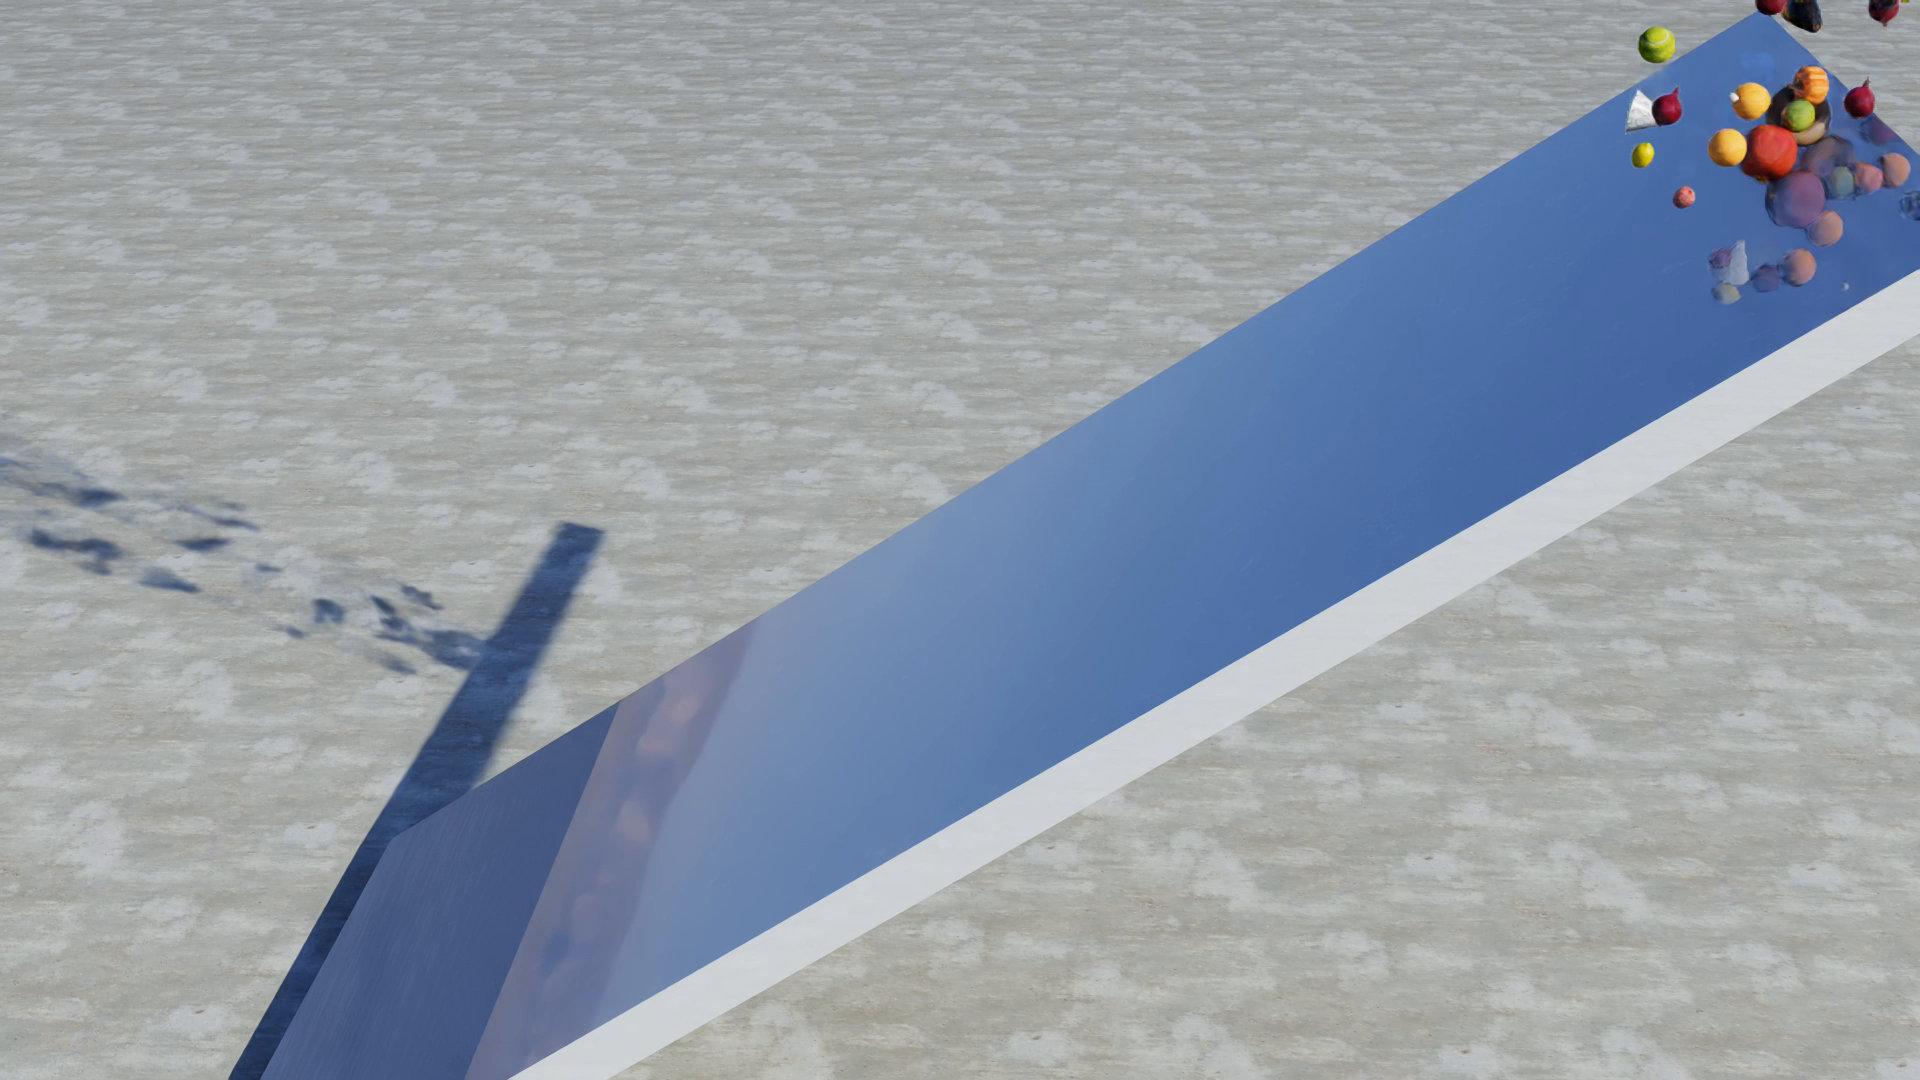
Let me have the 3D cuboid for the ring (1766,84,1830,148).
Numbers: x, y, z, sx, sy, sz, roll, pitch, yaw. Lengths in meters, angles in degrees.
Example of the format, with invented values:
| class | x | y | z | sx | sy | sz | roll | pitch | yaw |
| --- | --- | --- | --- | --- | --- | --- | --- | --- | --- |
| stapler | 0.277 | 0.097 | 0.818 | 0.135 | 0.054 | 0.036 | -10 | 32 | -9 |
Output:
| class | x | y | z | sx | sy | sz | roll | pitch | yaw |
| --- | --- | --- | --- | --- | --- | --- | --- | --- | --- |
| ring | 1.636 | -0.828 | 5.742 | 0.125 | 0.125 | 0.042 | 3 | -4 | 8 |

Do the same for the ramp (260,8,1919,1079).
| class | x | y | z | sx | sy | sz | roll | pitch | yaw |
| --- | --- | --- | --- | --- | --- | --- | --- | --- | --- |
| ramp | 0.139 | 0.171 | 6.297 | 4.000 | 0.100 | 2.000 | -31 | 15 | 14 |
